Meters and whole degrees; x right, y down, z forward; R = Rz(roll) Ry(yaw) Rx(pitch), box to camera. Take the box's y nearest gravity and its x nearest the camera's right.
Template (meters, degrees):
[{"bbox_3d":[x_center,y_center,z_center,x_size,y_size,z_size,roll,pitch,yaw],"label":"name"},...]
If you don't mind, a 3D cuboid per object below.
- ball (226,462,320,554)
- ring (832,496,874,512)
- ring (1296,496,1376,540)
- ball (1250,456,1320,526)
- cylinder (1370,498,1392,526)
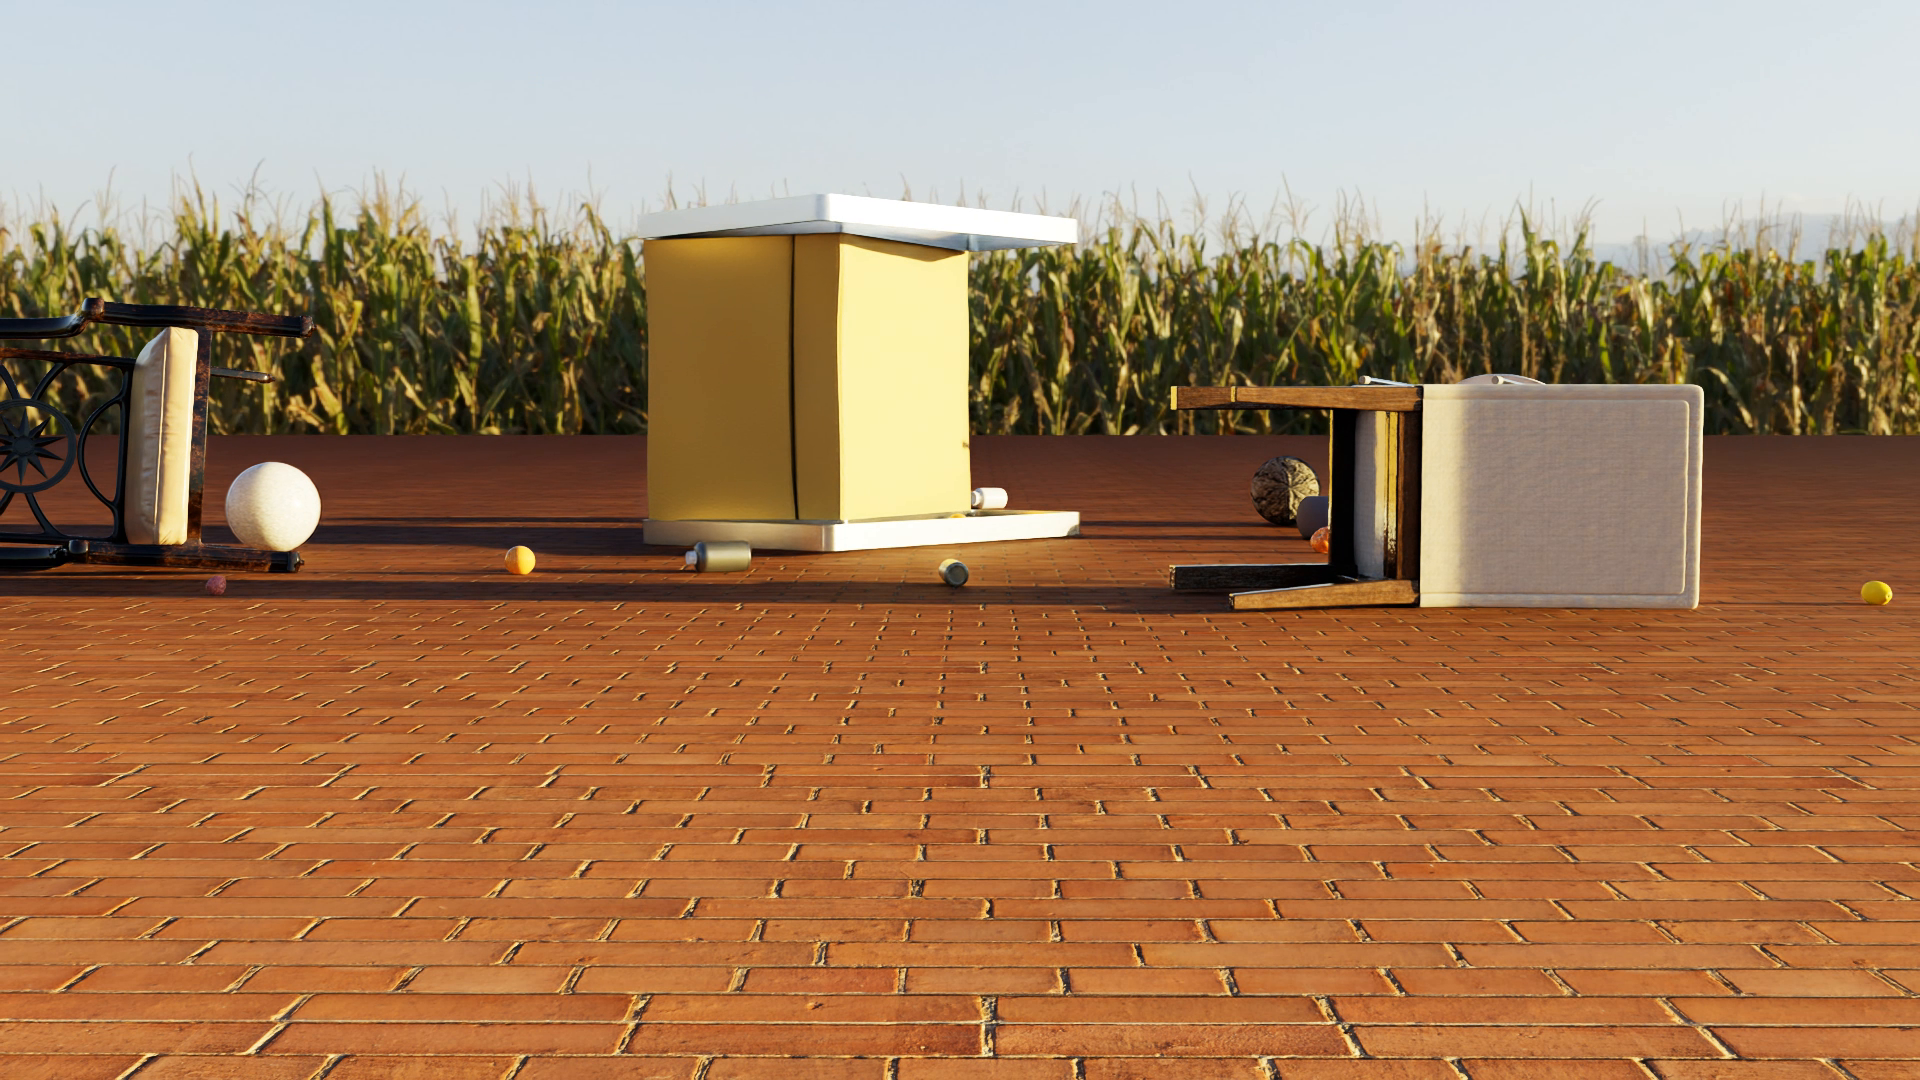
[{"bbox_3d":[-1.879,-0.089,6.017,0.249,0.249,0.249,0,4,0],"label":"ball"},{"bbox_3d":[-0.394,-0.132,8.060,0.180,0.057,0.062,-2,2,-35],"label":"ring"},{"bbox_3d":[1.130,-0.068,6.613,0.261,0.129,0.192,-1,2,-31],"label":"ring"},{"bbox_3d":[1.070,-0.162,7.228,0.230,0.230,0.230,0,4,0],"label":"ball"},{"bbox_3d":[1.349,-0.090,7.202,0.112,0.100,0.064,-4,39,-42],"label":"cylinder"}]
